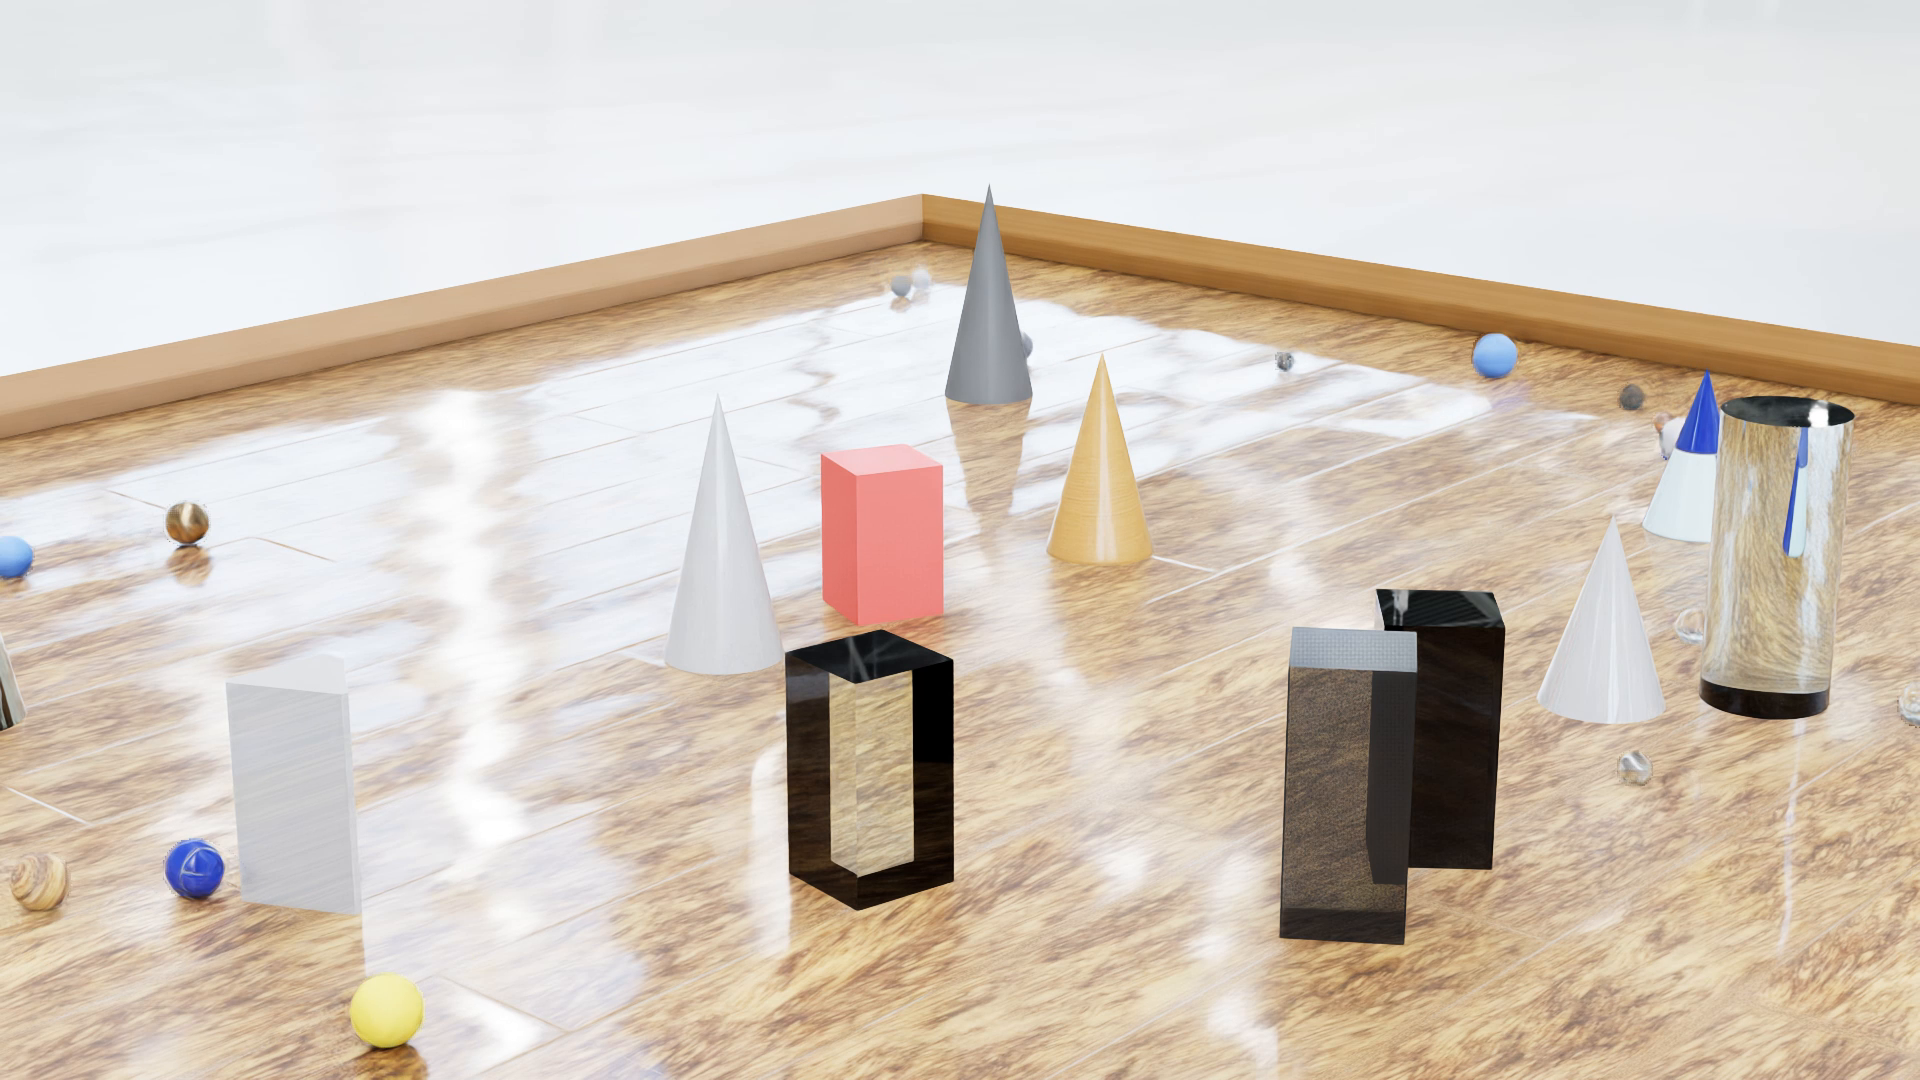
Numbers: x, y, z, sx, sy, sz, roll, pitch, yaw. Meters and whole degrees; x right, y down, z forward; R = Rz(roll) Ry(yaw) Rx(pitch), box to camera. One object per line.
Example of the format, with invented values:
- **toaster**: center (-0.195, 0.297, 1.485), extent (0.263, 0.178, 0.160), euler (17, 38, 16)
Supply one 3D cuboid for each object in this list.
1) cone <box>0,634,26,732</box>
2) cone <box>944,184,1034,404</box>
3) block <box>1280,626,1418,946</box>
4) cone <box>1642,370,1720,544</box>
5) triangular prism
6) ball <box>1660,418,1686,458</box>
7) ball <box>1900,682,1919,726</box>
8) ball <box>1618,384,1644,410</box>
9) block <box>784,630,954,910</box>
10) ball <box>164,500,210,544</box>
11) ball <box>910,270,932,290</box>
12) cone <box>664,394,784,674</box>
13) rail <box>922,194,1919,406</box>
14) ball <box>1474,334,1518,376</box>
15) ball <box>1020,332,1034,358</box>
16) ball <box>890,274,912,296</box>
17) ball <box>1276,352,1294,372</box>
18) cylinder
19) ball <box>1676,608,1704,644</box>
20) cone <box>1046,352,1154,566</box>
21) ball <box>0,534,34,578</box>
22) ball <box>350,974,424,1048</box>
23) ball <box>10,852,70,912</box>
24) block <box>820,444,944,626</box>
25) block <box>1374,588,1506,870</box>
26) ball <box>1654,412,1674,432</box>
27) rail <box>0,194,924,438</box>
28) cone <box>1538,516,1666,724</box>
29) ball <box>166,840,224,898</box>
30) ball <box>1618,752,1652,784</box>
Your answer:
- **cone**: center (-1.548, 0.039, 4.466), extent (0.199, 0.496, 0.199), euler (0, 17, 0)
- **cone**: center (0.064, -0.554, 6.469), extent (0.199, 0.476, 0.199), euler (0, 17, 0)
- **block**: center (0.499, 0.315, 3.771), extent (0.159, 0.369, 0.159), euler (2, 17, 8)
- **cone**: center (1.388, -0.172, 5.486), extent (0.199, 0.311, 0.199), euler (0, 17, 0)
- **triangular prism**: center (-0.847, 0.315, 3.878), extent (0.172, 0.306, 0.149), euler (5, 17, 16)
- **ball**: center (1.471, -0.203, 5.968), extent (0.093, 0.093, 0.093), euler (0, 17, 0)
- **ball**: center (1.478, 0.251, 4.501), extent (0.069, 0.069, 0.069), euler (0, 17, 0)
- **ball**: center (1.464, -0.311, 6.390), extent (0.056, 0.056, 0.056), euler (0, 17, 0)
- **block**: center (-0.120, 0.303, 3.901), extent (0.159, 0.315, 0.159), euler (-13, 21, -36)
- **ball**: center (-1.429, -0.032, 5.423), extent (0.081, 0.081, 0.081), euler (0, 17, 0)
- **ball**: center (-0.101, -0.674, 7.602), extent (0.053, 0.053, 0.053), euler (0, 17, 0)
- **cone**: center (-0.388, -0.026, 4.763), extent (0.199, 0.448, 0.199), euler (0, 17, 0)
- **rail**: center (1.559, -0.486, 6.839), extent (4.455, 0.129, 0.045), euler (14, 22, 39)
- **ball**: center (1.220, -0.421, 6.681), extent (0.099, 0.099, 0.099), euler (0, 17, 0)
- **ball**: center (0.136, -0.452, 6.832), extent (0.071, 0.071, 0.071), euler (0, 17, 0)
- **ball**: center (-0.151, -0.654, 7.532), extent (0.054, 0.054, 0.054), euler (0, 17, 0)
- **ball**: center (0.748, -0.409, 6.741), extent (0.042, 0.042, 0.042), euler (0, 17, 0)
- **cylinder**: center (1.268, 0.026, 4.560), extent (0.199, 0.466, 0.199), euler (0, 17, 0)
- **ball**: center (1.220, 0.144, 4.872), extent (0.061, 0.061, 0.061), euler (0, 17, 0)
- **cone**: center (0.257, -0.163, 5.340), extent (0.199, 0.377, 0.199), euler (0, 17, 0)
- **ball**: center (-1.692, 0.029, 5.225), extent (0.077, 0.077, 0.077), euler (0, 17, 0)
- **ball**: center (-0.676, 0.556, 3.461), extent (0.086, 0.086, 0.086), euler (0, 17, 0)
- **ball**: center (-1.204, 0.447, 3.838), extent (0.076, 0.076, 0.076), euler (0, 17, 0)
- **block**: center (-0.134, -0.011, 5.032), extent (0.159, 0.265, 0.159), euler (-8, 18, -24)
- **block**: center (0.646, 0.257, 4.002), extent (0.159, 0.346, 0.159), euler (1, 17, 4)
- **ball**: center (1.490, -0.249, 6.200), extent (0.046, 0.046, 0.046), euler (0, 17, 0)
- **rail**: center (-1.664, -0.384, 6.503), extent (0.045, 0.129, 4.804), euler (14, 22, 39)
- **cone**: center (1.008, 0.107, 4.567), extent (0.199, 0.307, 0.199), euler (0, 17, 0)
- **ball**: center (-1.012, 0.435, 3.877), extent (0.076, 0.076, 0.076), euler (0, 17, 0)
- **ball**: center (0.982, 0.333, 4.268), extent (0.047, 0.047, 0.047), euler (0, 17, 0)
